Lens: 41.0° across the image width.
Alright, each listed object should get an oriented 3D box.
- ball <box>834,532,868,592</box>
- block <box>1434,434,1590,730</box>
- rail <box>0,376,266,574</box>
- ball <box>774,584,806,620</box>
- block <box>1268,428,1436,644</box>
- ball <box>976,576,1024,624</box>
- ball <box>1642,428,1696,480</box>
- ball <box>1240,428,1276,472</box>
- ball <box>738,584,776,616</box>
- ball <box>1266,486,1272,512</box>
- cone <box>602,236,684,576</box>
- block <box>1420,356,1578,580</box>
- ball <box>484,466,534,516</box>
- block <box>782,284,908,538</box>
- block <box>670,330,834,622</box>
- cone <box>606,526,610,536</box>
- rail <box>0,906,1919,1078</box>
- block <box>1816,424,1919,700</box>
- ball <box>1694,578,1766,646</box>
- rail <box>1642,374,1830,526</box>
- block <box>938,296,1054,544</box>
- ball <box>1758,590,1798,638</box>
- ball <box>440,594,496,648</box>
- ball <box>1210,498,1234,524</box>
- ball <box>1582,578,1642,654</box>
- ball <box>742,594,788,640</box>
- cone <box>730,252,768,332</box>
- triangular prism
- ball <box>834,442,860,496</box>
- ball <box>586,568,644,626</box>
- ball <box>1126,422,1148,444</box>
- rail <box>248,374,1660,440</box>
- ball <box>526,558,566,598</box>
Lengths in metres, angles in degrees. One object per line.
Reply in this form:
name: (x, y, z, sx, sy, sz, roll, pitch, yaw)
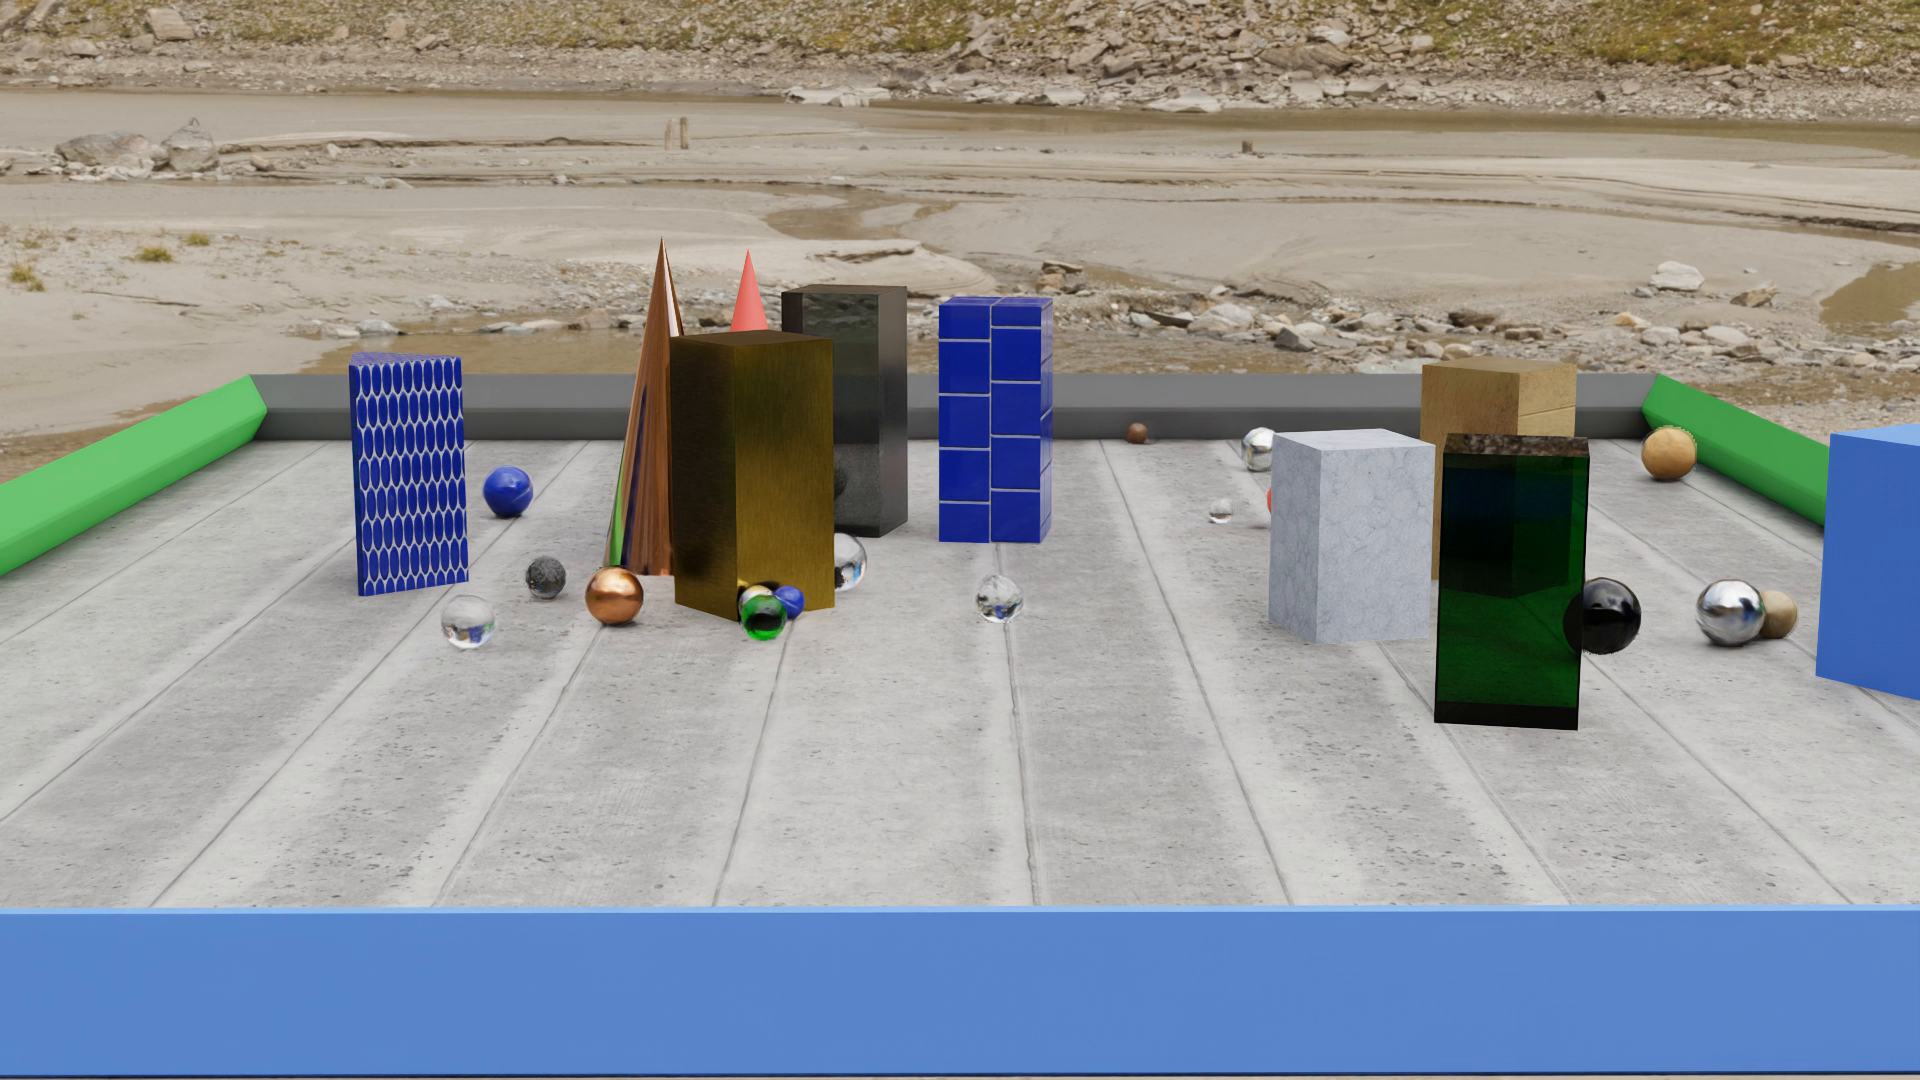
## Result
ball: (-0.171, 0.031, 3.585, 0.084, 0.084, 0.084, 0, 11, 0)
block: (0.625, 0.044, 2.906, 0.157, 0.306, 0.157, 2, 11, 12)
rail: (-1.361, 0.034, 3.441, 0.045, 0.127, 3.238, 0, 11, 0)
ball: (-0.229, 0.083, 3.409, 0.046, 0.046, 0.046, 0, 11, 0)
block: (0.507, -0.007, 3.335, 0.157, 0.250, 0.157, -3, 11, -16)
ball: (0.052, 0.078, 3.386, 0.063, 0.063, 0.063, 0, 11, 0)
ball: (1.255, -0.151, 4.542, 0.094, 0.094, 0.094, 0, 11, 0)
ball: (0.547, -0.164, 4.650, 0.079, 0.079, 0.079, 0, 11, 0)
ball: (-0.266, 0.085, 3.377, 0.053, 0.053, 0.053, 0, 11, 0)
ball: (0.532, -0.063, 4.084, 0.086, 0.086, 0.086, 0, 11, 0)
cone: (-0.431, -0.205, 3.754, 0.196, 0.486, 0.196, 0, 11, 0)
block: (0.767, -0.099, 3.672, 0.157, 0.307, 0.157, 10, 14, 42)
ball: (-0.736, -0.079, 4.182, 0.082, 0.082, 0.082, 0, 11, 0)
block: (-0.180, -0.207, 4.057, 0.157, 0.379, 0.157, 3, 11, 15)
block: (-0.280, -0.091, 3.468, 0.157, 0.366, 0.157, -8, 13, -37)
cone: (-0.456, -0.186, 3.997, 0.196, 0.361, 0.196, 0, 11, 0)
rail: (0.009, 0.324, 1.880, 2.769, 0.127, 0.045, 0, 11, 0)
block: (1.141, 0.023, 3.047, 0.157, 0.296, 0.157, -7, 12, -33)
ball: (0.976, 0.092, 3.252, 0.086, 0.086, 0.086, 0, 11, 0)
rail: (1.361, 0.031, 3.457, 0.045, 0.127, 3.238, 0, 11, 0)
block: (0.057, -0.189, 3.997, 0.157, 0.366, 0.157, 2, 11, 8)
ball: (1.043, 0.095, 3.296, 0.063, 0.063, 0.063, 0, 11, 0)
ball: (-0.621, 0.103, 3.239, 0.068, 0.068, 0.068, 0, 11, 0)
ball: (0.421, -0.047, 4.122, 0.041, 0.041, 0.041, 0, 11, 0)
ball: (0.803, 0.095, 3.206, 0.096, 0.096, 0.096, 0, 11, 0)
ball: (-0.251, 0.099, 3.288, 0.059, 0.059, 0.059, 0, 11, 0)
cone: (-0.365, -0.299, 4.456, 0.196, 0.415, 0.196, 0, 11, 0)
triangular prism: (-0.813, -0.100, 3.639, 0.170, 0.322, 0.147, -9, 14, -39)
ball: (-0.217, -0.122, 4.386, 0.093, 0.093, 0.093, 0, 11, 0)
ball: (-0.454, 0.074, 3.372, 0.076, 0.076, 0.076, 0, 11, 0)
ball: (0.344, -0.207, 4.984, 0.041, 0.041, 0.041, 0, 11, 0)
rail: (-0.009, -0.258, 5.017, 2.769, 0.127, 0.045, 0, 11, 0)
ball: (-0.573, 0.052, 3.547, 0.056, 0.056, 0.056, 0, 11, 0)
